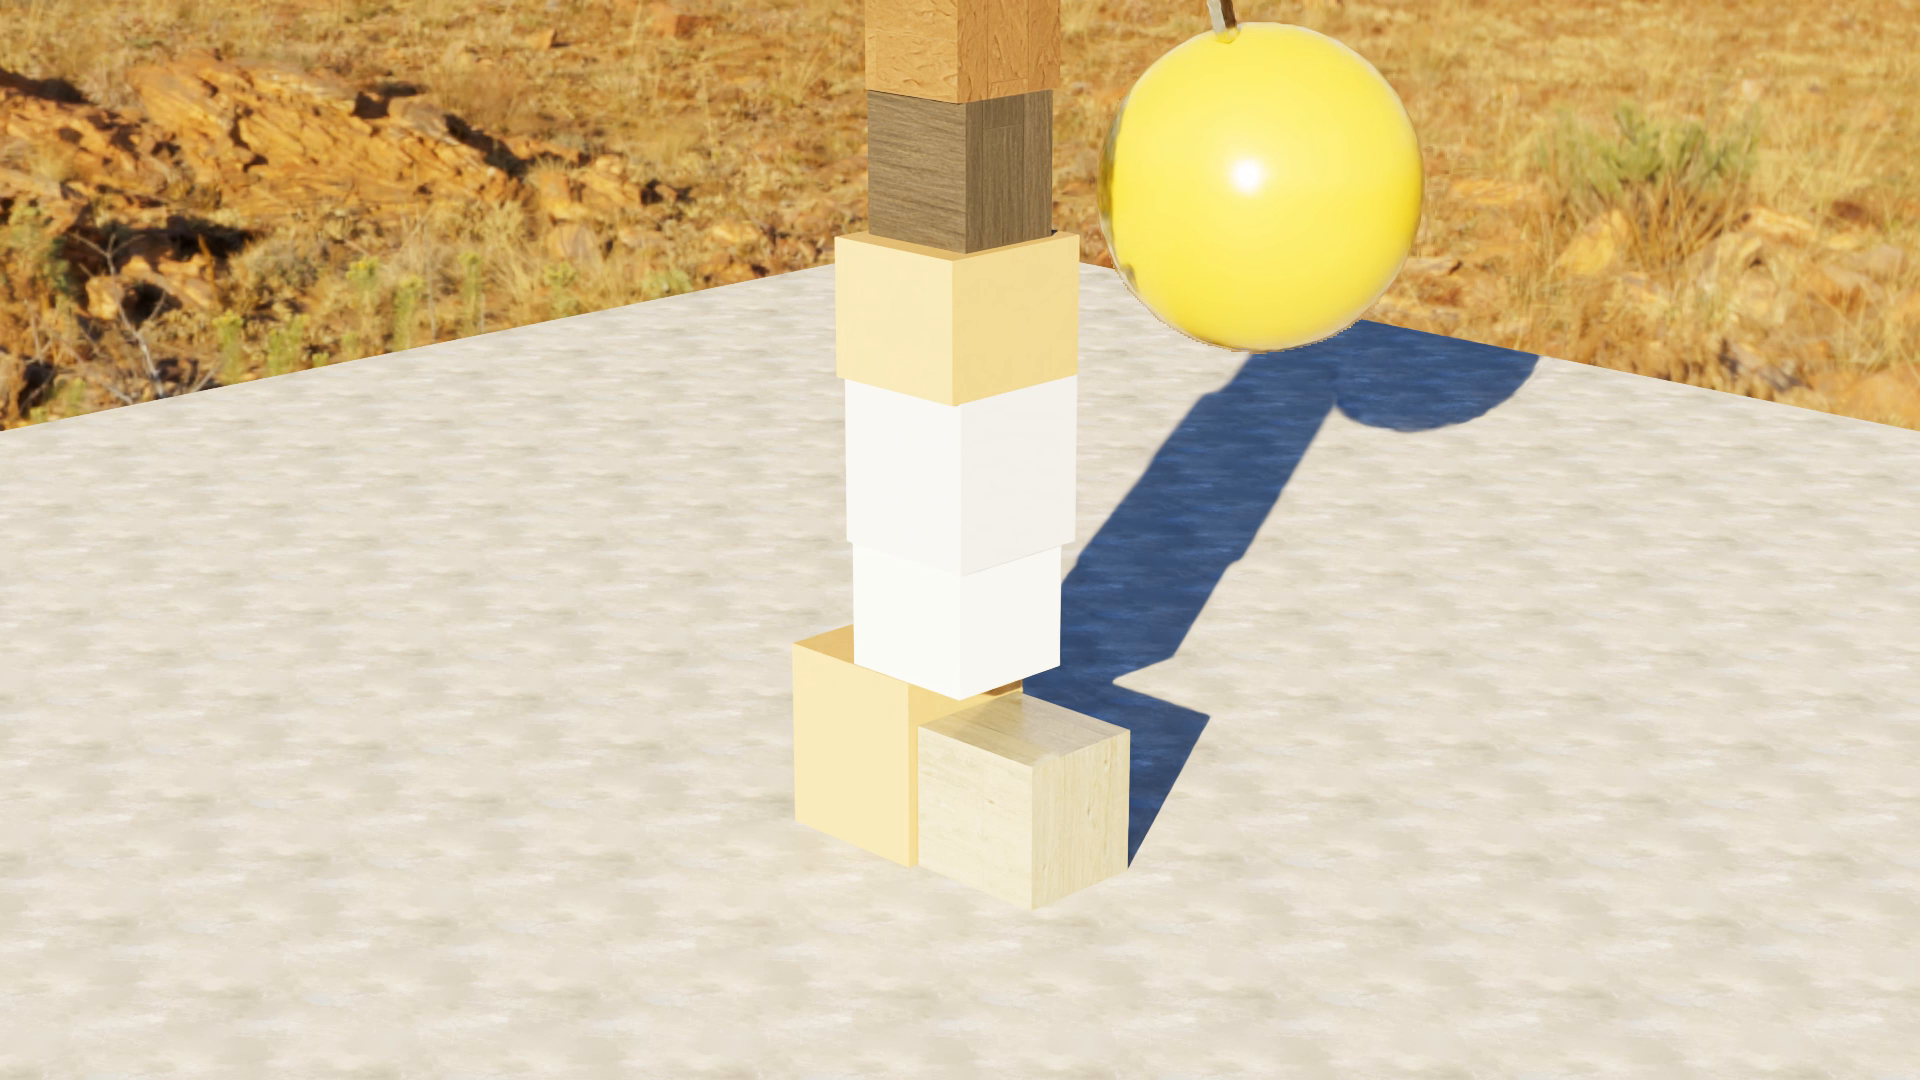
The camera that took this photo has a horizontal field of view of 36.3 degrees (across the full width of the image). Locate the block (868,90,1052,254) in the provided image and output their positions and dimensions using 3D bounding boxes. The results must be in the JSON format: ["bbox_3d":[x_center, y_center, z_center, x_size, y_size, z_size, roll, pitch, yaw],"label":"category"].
[{"bbox_3d":[0.000,-1.651,12.822,0.536,0.645,0.604,-17,24,-42],"label":"block"}]

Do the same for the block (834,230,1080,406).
[{"bbox_3d":[-0.011,-1.037,13.004,0.792,0.634,0.731,-17,24,-42],"label":"block"}]

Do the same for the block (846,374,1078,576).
[{"bbox_3d":[0.005,-0.368,13.232,0.735,0.779,0.733,-17,24,-42],"label":"block"}]

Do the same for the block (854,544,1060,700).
[{"bbox_3d":[-0.014,0.291,13.419,0.649,0.591,0.687,-17,24,-42],"label":"block"}]

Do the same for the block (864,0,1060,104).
[{"bbox_3d":[0.013,-2.235,12.653,0.631,0.572,0.563,-17,24,-42],"label":"block"}]

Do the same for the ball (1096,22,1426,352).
[{"bbox_3d":[1.467,-1.723,14.338,1.600,1.600,1.600,0,17,0],"label":"ball"}]

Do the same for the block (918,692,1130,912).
[{"bbox_3d":[0.290,1.183,13.429,0.642,0.689,0.720,-17,24,-42],"label":"block"}]

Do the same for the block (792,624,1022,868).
[{"bbox_3d":[-0.247,0.919,13.912,0.748,0.904,0.783,-17,24,-42],"label":"block"}]

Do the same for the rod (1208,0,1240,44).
[{"bbox_3d":[0.636,-4.517,12.588,0.080,5.200,0.080,17,44,42],"label":"rod"}]
